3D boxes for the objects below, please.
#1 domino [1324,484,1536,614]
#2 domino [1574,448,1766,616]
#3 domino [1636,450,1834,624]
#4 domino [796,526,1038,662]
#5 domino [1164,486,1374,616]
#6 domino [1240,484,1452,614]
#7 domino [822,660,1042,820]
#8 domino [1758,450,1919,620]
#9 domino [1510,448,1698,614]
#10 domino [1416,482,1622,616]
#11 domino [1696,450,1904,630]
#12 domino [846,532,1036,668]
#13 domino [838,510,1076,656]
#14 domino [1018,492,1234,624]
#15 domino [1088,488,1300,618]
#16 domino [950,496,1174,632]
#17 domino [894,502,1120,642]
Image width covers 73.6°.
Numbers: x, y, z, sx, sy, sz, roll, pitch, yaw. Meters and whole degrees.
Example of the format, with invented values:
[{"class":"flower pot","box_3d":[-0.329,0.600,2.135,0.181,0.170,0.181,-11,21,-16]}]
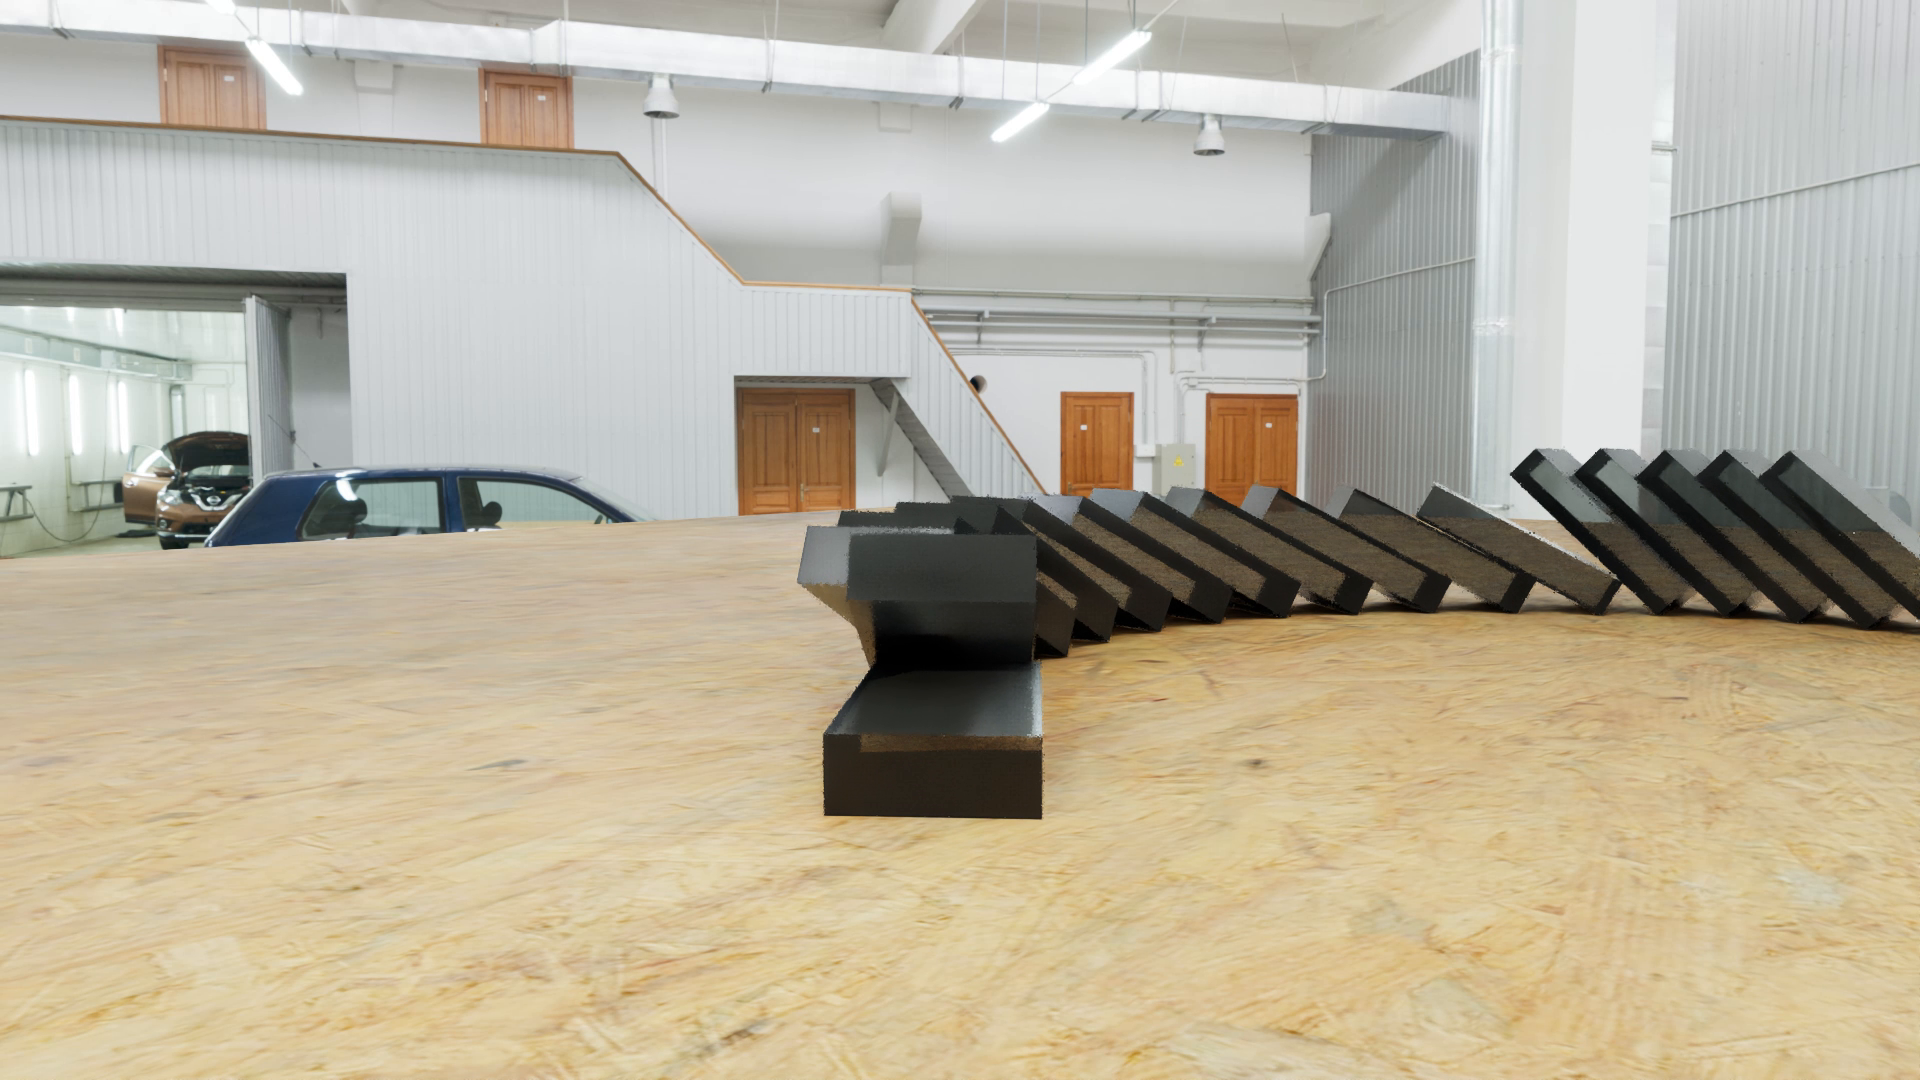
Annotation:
[{"class":"domino","box_3d":[0.121,0.002,0.335,0.050,0.009,0.025,28,7,4]},{"class":"domino","box_3d":[0.184,-0.003,0.330,0.025,0.009,0.050,-3,48,-45]},{"class":"domino","box_3d":[0.197,-0.002,0.322,0.025,0.009,0.050,-4,49,-44]},{"class":"domino","box_3d":[-0.006,0.011,0.221,0.025,0.010,0.050,2,-20,20]},{"class":"domino","box_3d":[0.077,0.002,0.327,0.050,0.010,0.025,27,-1,-10]},{"class":"domino","box_3d":[0.099,0.002,0.332,0.050,0.009,0.025,27,3,-4]},{"class":"domino","box_3d":[-0.002,0.025,0.171,0.025,0.010,0.050,0,4,3]},{"class":"domino","box_3d":[0.213,0.000,0.299,0.025,0.010,0.050,-4,49,-43]},{"class":"domino","box_3d":[0.169,-0.003,0.335,0.025,0.009,0.050,-4,49,-48]},{"class":"domino","box_3d":[0.145,0.001,0.335,0.050,0.009,0.025,31,14,16]},{"class":"domino","box_3d":[0.205,-0.001,0.311,0.025,0.010,0.050,-4,49,-43]},{"class":"domino","box_3d":[-0.002,0.013,0.194,0.025,0.010,0.050,1,-21,2]},{"class":"domino","box_3d":[0.000,0.009,0.245,0.025,0.010,0.050,3,-21,32]},{"class":"domino","box_3d":[0.038,0.004,0.303,0.050,0.009,0.025,29,-11,-29]},{"class":"domino","box_3d":[0.056,0.003,0.316,0.050,0.010,0.025,28,-7,-21]},{"class":"domino","box_3d":[0.022,0.006,0.286,0.050,0.009,0.025,31,-16,-37]},{"class":"domino","box_3d":[0.010,0.007,0.265,0.025,0.010,0.050,3,-21,38]}]
